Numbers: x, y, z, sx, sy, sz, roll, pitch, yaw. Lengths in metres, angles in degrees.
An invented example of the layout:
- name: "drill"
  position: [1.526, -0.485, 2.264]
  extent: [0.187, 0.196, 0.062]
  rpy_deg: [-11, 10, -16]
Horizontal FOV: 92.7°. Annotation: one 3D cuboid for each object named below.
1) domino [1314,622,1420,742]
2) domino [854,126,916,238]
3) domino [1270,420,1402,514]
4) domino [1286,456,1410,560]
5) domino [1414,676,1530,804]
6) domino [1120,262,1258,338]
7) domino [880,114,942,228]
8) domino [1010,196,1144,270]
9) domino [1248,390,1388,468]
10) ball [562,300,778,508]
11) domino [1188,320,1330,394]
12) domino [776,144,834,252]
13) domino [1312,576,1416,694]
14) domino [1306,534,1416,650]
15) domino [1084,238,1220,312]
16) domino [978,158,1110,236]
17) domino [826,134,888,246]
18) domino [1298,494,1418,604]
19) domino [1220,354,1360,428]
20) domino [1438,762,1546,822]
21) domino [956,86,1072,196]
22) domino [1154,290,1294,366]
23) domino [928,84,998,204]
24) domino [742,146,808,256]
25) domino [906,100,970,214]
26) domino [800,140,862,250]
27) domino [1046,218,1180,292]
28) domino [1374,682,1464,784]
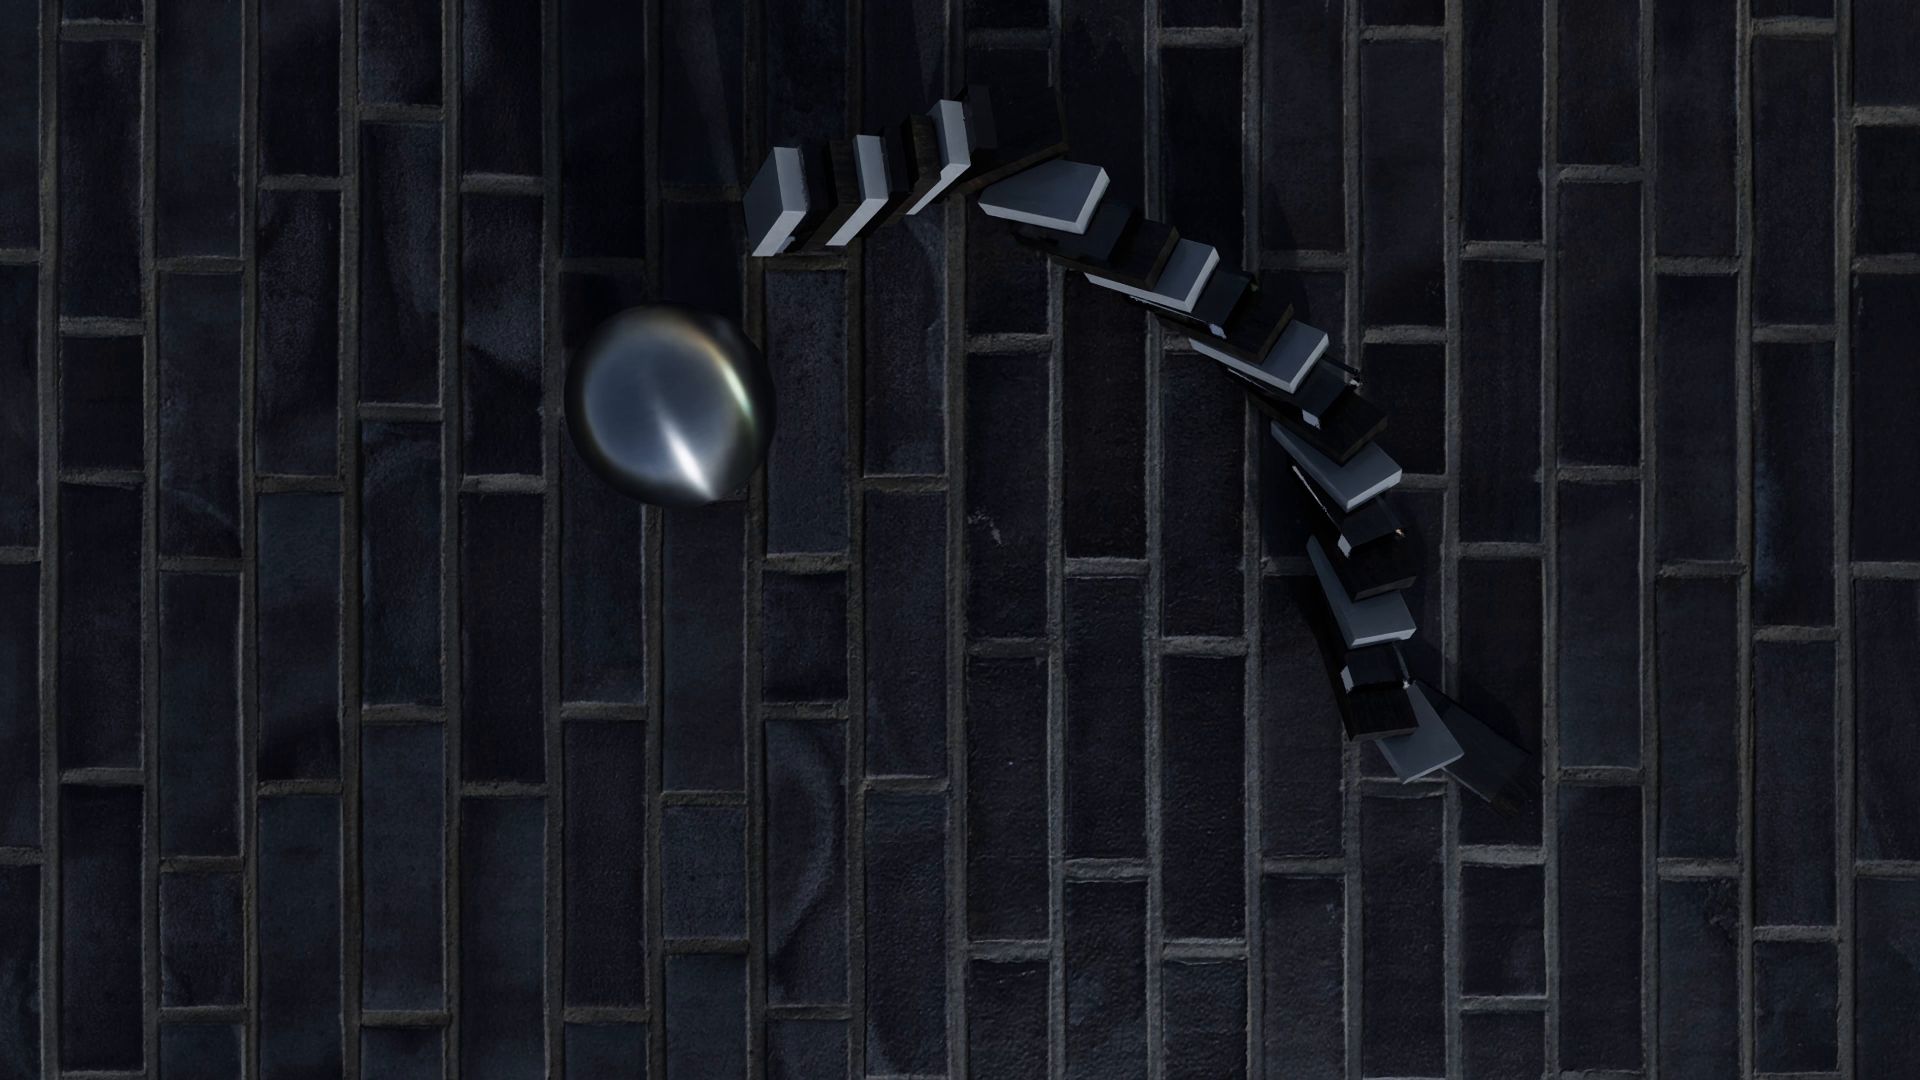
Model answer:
- name: "domino"
  position: [0.169, 0.057, 0.382]
  extent: [0.025, 0.010, 0.050]
  rpy_deg: [-8, 58, 3]
- name: "domino"
  position: [-0.035, -0.145, 0.376]
  extent: [0.009, 0.050, 0.025]
  rpy_deg: [-8, 90, -27]
- name: "domino"
  position: [0.156, -0.037, 0.382]
  extent: [0.025, 0.009, 0.050]
  rpy_deg: [-31, 56, 0]
- name: "domino"
  position: [0.161, -0.018, 0.382]
  extent: [0.025, 0.009, 0.050]
  rpy_deg: [-22, 57, 0]
- name: "domino"
  position: [0.205, 0.082, 0.382]
  extent: [0.025, 0.010, 0.050]
  rpy_deg: [-50, 56, 0]
- name: "domino"
  position: [0.095, -0.105, 0.382]
  extent: [0.050, 0.009, 0.025]
  rpy_deg: [31, 90, 33]
- name: "domino"
  position: [-0.024, -0.150, 0.376]
  extent: [0.009, 0.050, 0.025]
  rpy_deg: [-8, 90, -27]
- name: "domino"
  position: [0.048, -0.132, 0.383]
  extent: [0.050, 0.010, 0.025]
  rpy_deg: [28, 90, 32]
- name: "domino"
  position: [0.148, -0.055, 0.382]
  extent: [0.025, 0.009, 0.050]
  rpy_deg: [-42, 56, -1]
- name: "ball"
  position: [-0.112, -0.053, 0.360]
  extent: [0.080, 0.080, 0.080]
  rpy_deg: [0, 90, 0]
- name: "domino"
  position: [0.124, -0.083, 0.382]
  extent: [0.050, 0.010, 0.025]
  rpy_deg: [36, 90, 33]
- name: "domino"
  position: [-0.066, -0.139, 0.376]
  extent: [0.009, 0.050, 0.025]
  rpy_deg: [-9, 90, -27]
- name: "domino"
  position: [0.168, 0.038, 0.383]
  extent: [0.025, 0.009, 0.050]
  rpy_deg: [-7, 59, 2]
- name: "domino"
  position: [0.167, 0.019, 0.383]
  extent: [0.025, 0.009, 0.050]
  rpy_deg: [-10, 58, 0]
- name: "domino"
  position: [0.079, -0.115, 0.383]
  extent: [0.050, 0.009, 0.025]
  rpy_deg: [28, 90, 33]
- name: "domino"
  position: [0.034, -0.145, 0.383]
  extent: [0.050, 0.009, 0.025]
  rpy_deg: [25, 89, 32]
- name: "domino"
  position: [-0.045, -0.142, 0.376]
  extent: [0.009, 0.050, 0.025]
  rpy_deg: [-8, 90, -27]
- name: "domino"
  position: [0.165, 0.000, 0.383]
  extent: [0.025, 0.010, 0.050]
  rpy_deg: [-17, 58, 0]
- name: "domino"
  position: [0.137, -0.070, 0.382]
  extent: [0.025, 0.010, 0.050]
  rpy_deg: [-49, 56, -1]
- name: "domino"
  position: [0.222, 0.095, 0.395]
  extent: [0.050, 0.009, 0.025]
  rpy_deg: [40, 90, 0]
- name: "domino"
  position: [0.020, -0.166, 0.383]
  extent: [0.050, 0.009, 0.025]
  rpy_deg: [-13, 80, 25]
- name: "domino"
  position: [0.110, -0.094, 0.382]
  extent: [0.050, 0.009, 0.025]
  rpy_deg: [34, 90, 33]
- name: "domino"
  position: [-0.003, -0.161, 0.375]
  extent: [0.010, 0.050, 0.025]
  rpy_deg: [-8, 88, -29]
- name: "domino"
  position: [-0.077, -0.137, 0.376]
  extent: [0.009, 0.050, 0.025]
  rpy_deg: [-9, 90, -27]
- name: "domino"
  position: [-0.014, -0.156, 0.376]
  extent: [0.009, 0.050, 0.025]
  rpy_deg: [-8, 90, -29]
- name: "domino"
  position: [-0.055, -0.140, 0.376]
  extent: [0.010, 0.050, 0.025]
  rpy_deg: [-9, 90, -27]
- name: "domino"
  position: [0.063, -0.123, 0.383]
  extent: [0.050, 0.010, 0.025]
  rpy_deg: [28, 90, 32]
- name: "domino"
  position: [0.182, 0.073, 0.383]
  extent: [0.025, 0.010, 0.050]
  rpy_deg: [-24, 59, 0]
